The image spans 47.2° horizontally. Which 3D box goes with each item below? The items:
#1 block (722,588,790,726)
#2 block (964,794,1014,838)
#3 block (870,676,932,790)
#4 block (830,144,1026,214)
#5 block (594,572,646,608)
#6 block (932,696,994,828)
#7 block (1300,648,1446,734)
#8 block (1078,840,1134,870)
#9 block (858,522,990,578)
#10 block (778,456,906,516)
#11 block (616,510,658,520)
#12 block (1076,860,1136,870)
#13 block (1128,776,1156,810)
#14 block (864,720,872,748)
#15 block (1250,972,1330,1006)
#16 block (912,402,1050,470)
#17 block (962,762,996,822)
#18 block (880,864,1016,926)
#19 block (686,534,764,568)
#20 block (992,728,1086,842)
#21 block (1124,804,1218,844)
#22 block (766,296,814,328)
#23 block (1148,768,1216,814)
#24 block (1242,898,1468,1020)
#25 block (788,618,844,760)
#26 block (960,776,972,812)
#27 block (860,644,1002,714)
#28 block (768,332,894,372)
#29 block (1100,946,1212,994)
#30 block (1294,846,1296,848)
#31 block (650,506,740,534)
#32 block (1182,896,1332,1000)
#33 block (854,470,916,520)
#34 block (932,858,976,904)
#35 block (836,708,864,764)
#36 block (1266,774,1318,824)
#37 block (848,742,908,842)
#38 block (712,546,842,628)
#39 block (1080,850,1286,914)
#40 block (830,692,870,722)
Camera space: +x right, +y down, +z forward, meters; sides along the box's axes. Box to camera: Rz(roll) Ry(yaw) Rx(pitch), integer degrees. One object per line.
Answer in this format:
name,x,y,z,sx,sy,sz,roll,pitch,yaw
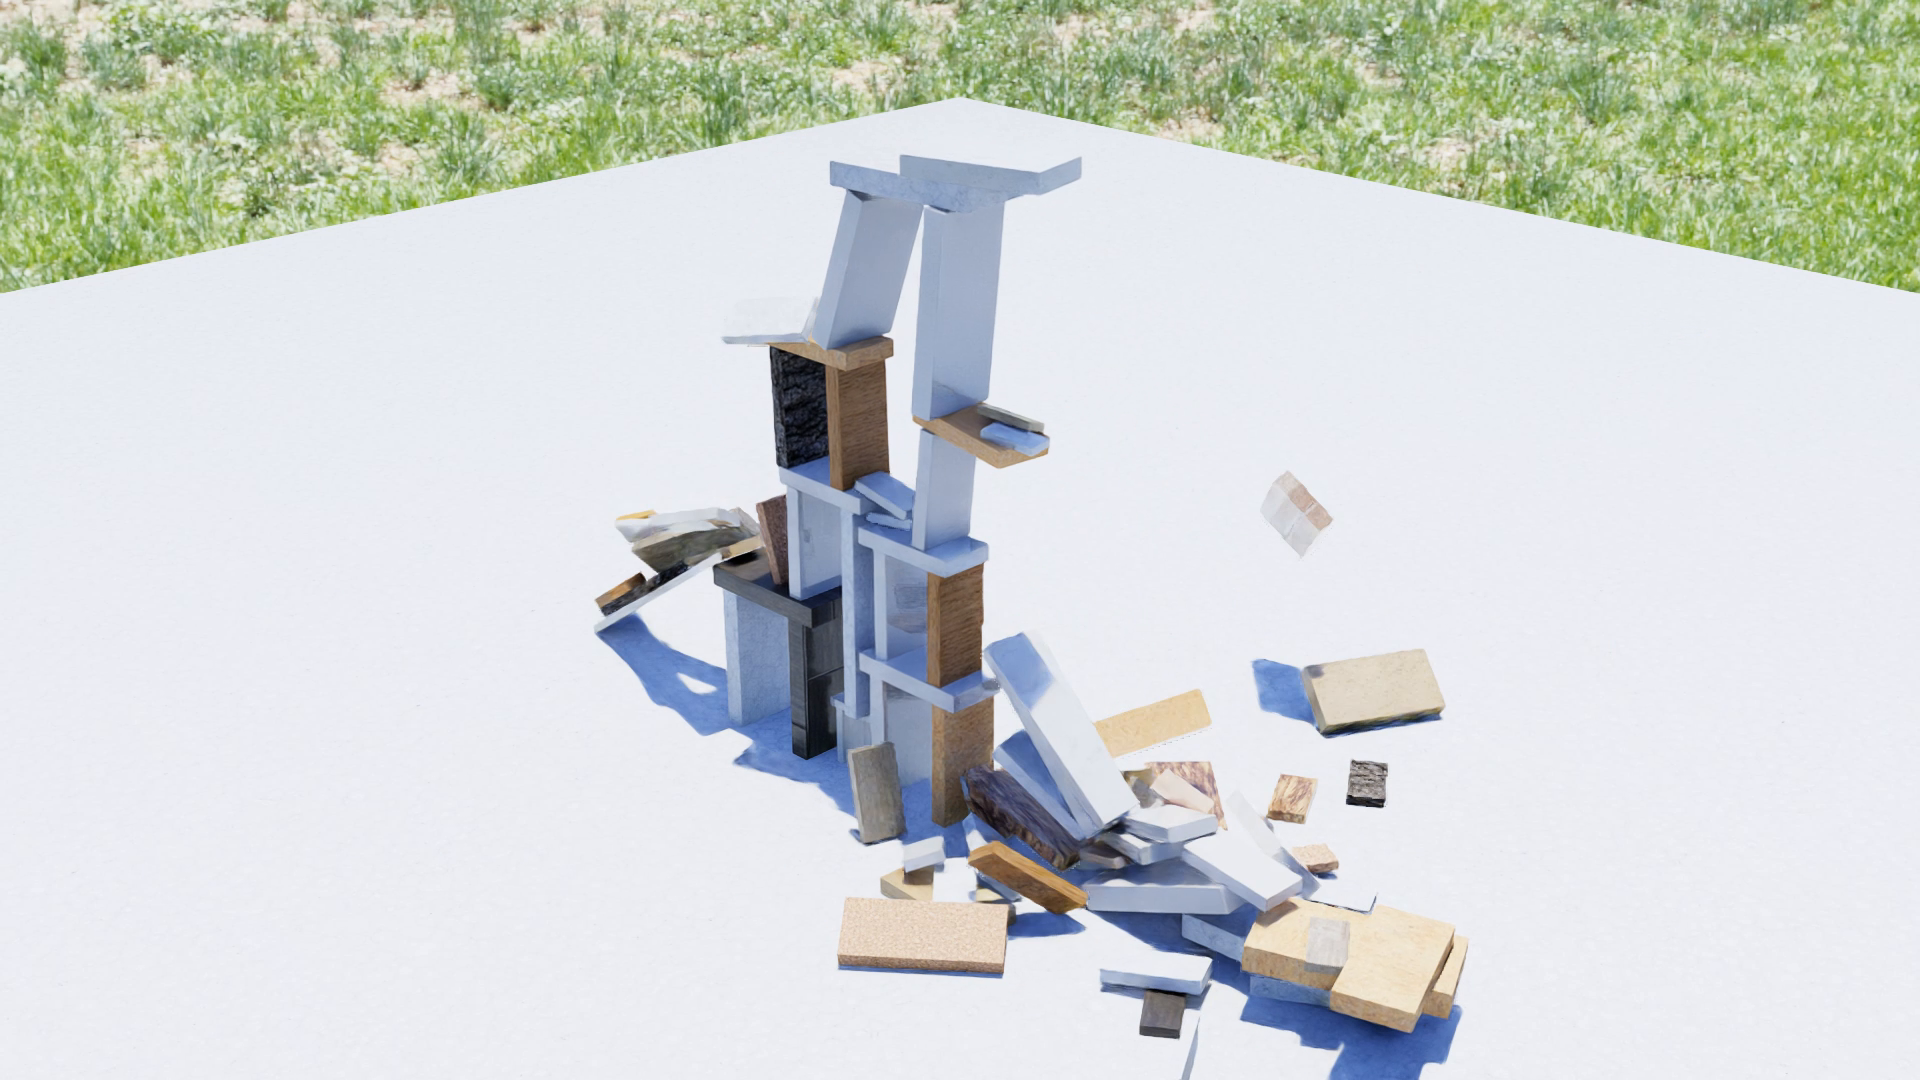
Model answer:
block,-0.435,0.234,4.803,0.159,0.318,0.045,-21,31,-40
block,0.060,0.546,4.364,0.056,0.016,0.112,-20,71,-39
block,-0.120,0.381,4.516,0.135,0.271,0.038,-21,31,-41
block,-0.061,-0.662,4.016,0.334,0.047,0.167,18,29,38
block,-0.805,0.118,5.209,0.090,0.026,0.181,-32,4,-21
block,0.006,0.429,4.403,0.135,0.271,0.038,-20,31,-39
block,0.907,0.329,4.828,0.290,0.041,0.145,-7,62,-17
block,0.287,0.591,4.152,0.068,0.019,0.135,-20,9,-24
block,-0.071,0.007,4.290,0.241,0.034,0.121,21,31,40
block,-0.238,-0.115,4.430,0.123,0.035,0.246,-21,31,-40
block,-0.738,-0.037,5.109,0.123,0.062,0.017,-10,45,40
block,0.290,0.608,4.204,0.067,0.019,0.135,-22,7,-40
block,0.332,0.537,4.312,0.135,0.068,0.019,-58,27,-13
block,-0.170,0.425,4.593,0.018,0.129,0.064,21,31,40
block,0.660,0.771,3.894,0.275,0.039,0.138,6,24,14
block,0.038,-0.206,4.093,0.123,0.035,0.247,-18,35,-37
block,0.058,0.501,4.370,0.056,0.016,0.112,-21,72,-36
block,-0.023,0.675,4.126,0.123,0.035,0.247,-19,30,-38
block,-0.510,0.026,4.777,0.087,0.025,0.175,-20,3,-39
block,0.183,0.456,4.181,0.234,0.033,0.117,43,43,15
block,0.384,0.518,4.018,0.098,0.028,0.195,-12,3,-19
block,-0.337,-0.459,4.413,0.192,0.027,0.096,9,23,34
block,0.419,0.486,4.157,0.114,0.016,0.057,35,56,15
block,0.681,0.712,3.784,0.355,0.050,0.177,10,26,18
block,-0.286,0.292,4.665,0.045,0.318,0.159,21,31,40
block,0.038,0.517,4.402,0.056,0.112,0.016,-20,7,-39
block,-0.060,0.264,4.396,0.135,0.038,0.271,-21,31,-40
block,-0.264,-0.393,4.343,0.254,0.036,0.127,21,31,41
block,0.347,0.760,3.885,0.183,0.026,0.091,4,17,19
block,0.604,0.627,4.258,0.138,0.020,0.069,-5,24,-12
block,-0.573,-0.042,4.760,0.175,0.025,0.087,-6,-14,28
block,0.593,0.711,3.921,0.355,0.050,0.177,18,29,37
block,-0.132,-0.089,4.313,0.143,0.020,0.072,32,38,33
block,-0.010,0.646,4.119,0.079,0.022,0.157,0,23,1
block,-0.230,0.402,4.648,0.018,0.129,0.064,21,31,40
block,0.679,0.528,4.488,0.077,0.022,0.155,7,24,16
block,-0.164,0.499,4.353,0.091,0.182,0.026,-10,6,-23
block,-0.361,0.096,4.663,0.318,0.045,0.159,21,31,40
block,0.411,0.626,4.044,0.177,0.050,0.355,-22,8,-40
block,-0.202,0.346,4.592,0.129,0.018,0.064,21,31,40
